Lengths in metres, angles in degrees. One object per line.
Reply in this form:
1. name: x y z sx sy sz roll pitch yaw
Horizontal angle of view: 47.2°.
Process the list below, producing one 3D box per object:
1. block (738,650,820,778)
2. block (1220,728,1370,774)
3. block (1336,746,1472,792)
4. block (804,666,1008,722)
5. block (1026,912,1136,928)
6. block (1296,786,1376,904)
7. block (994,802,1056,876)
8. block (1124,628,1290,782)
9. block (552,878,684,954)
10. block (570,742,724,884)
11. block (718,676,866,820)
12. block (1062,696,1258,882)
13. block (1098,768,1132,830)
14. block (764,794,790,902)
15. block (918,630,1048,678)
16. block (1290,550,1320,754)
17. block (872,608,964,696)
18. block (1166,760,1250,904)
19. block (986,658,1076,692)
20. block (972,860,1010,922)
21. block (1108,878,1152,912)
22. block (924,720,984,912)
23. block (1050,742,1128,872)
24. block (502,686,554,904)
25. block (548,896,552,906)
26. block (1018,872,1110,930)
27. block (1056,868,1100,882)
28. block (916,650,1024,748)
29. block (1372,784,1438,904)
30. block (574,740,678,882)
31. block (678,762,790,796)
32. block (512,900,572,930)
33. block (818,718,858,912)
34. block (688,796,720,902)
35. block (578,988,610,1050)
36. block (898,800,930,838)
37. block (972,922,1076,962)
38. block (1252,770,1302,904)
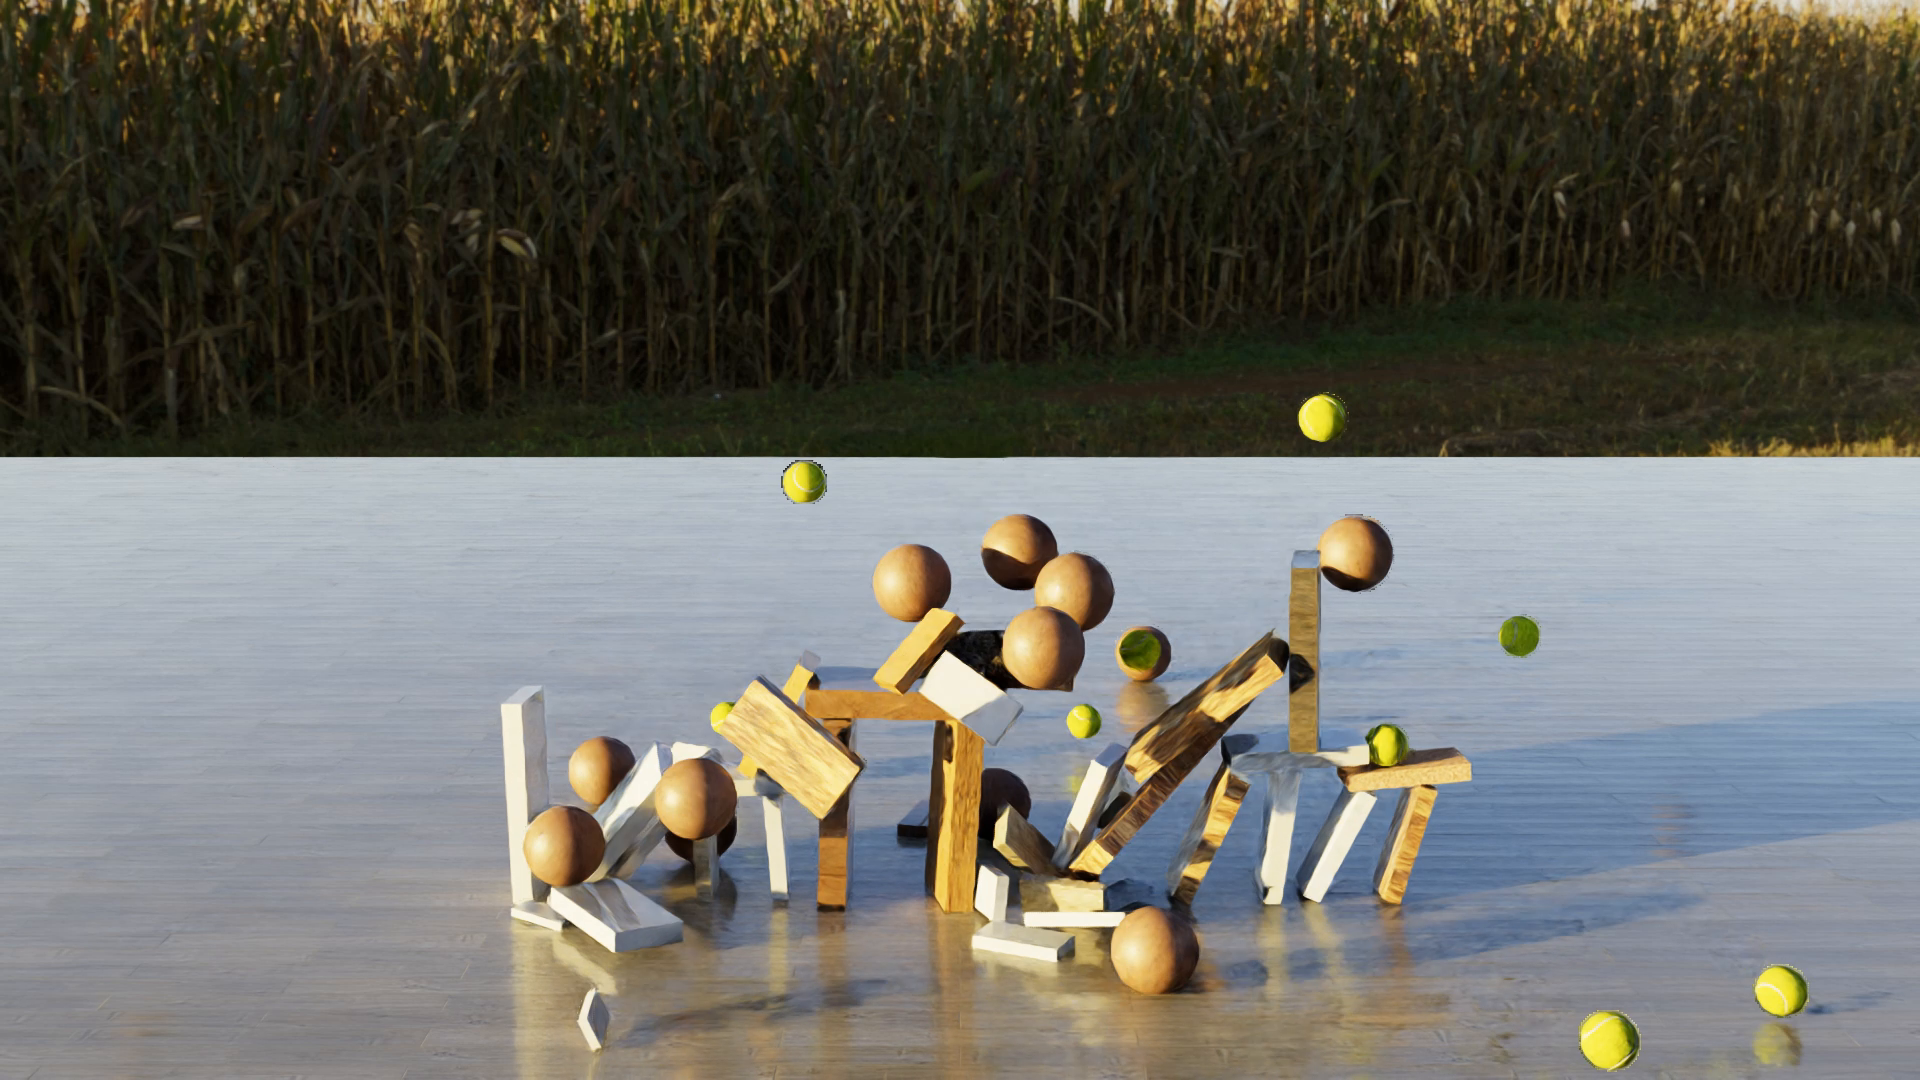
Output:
1. block: -0.297 0.284 3.615 0.029 0.206 0.103 30 12 -3
2. block: 0.551 0.347 3.627 0.227 0.032 0.113 -4 10 -1
3. block: 0.732 0.379 3.636 0.201 0.028 0.100 -5 10 -1
4. block: -0.085 0.251 3.597 0.320 0.045 0.160 1 10 3
5. block: 0.187 0.587 3.400 0.156 0.022 0.078 -3 -11 17
6. block: 0.624 0.495 3.653 0.028 0.201 0.100 26 10 -4
7. block: 0.108 0.506 3.611 0.022 0.156 0.078 -18 44 28
8. block: 0.407 0.271 3.610 0.303 0.043 0.152 -40 3 18
9. block: -0.543 0.591 3.472 0.117 0.033 0.233 -3 11 -34
10. block: -0.534 0.471 3.769 0.103 0.029 0.308 4 44 39
11. block: -0.250 0.307 3.260 0.206 0.103 0.029 40 18 9
12. block: 0.339 0.412 3.698 0.043 0.152 0.440 42 54 8
13. block: 0.259 0.447 3.852 0.022 0.078 0.156 37 10 -10
14. block: -0.305 0.498 3.657 0.026 0.183 0.091 -4 10 -2
15. block: 0.035 0.185 3.552 0.203 0.029 0.102 -1 28 8
16. block: 0.564 0.180 3.593 0.043 0.303 0.152 1 11 11
17. block: -0.067 0.177 3.514 0.154 0.022 0.077 -49 27 -15
18. block: 0.410 0.482 3.650 0.032 0.227 0.113 24 9 -5
19. block: 0.086 0.216 3.596 0.203 0.029 0.102 3 10 5
20. block: 0.046 0.565 3.552 0.020 0.072 0.143 5 1 -15
21. block: 0.261 0.586 3.623 0.107 0.015 0.054 -16 18 -39
22. block: -0.009 0.433 3.628 0.045 0.320 0.160 1 10 -13
23. block: 0.214 0.441 3.643 0.029 0.203 0.102 27 22 16
24. block: -0.715 0.421 3.642 0.033 0.340 0.117 0 11 7
25. block: -0.625 0.594 3.595 0.094 0.013 0.047 1 10 -17
26. block: 0.167 0.578 3.528 0.143 0.072 0.020 5 26 23
27. block: 0.175 0.570 3.677 0.107 0.015 0.054 4 35 19
28. block: 0.016 0.250 3.471 0.154 0.077 0.022 35 -7 16
29. block: 0.737 0.492 3.648 0.028 0.201 0.100 15 10 -3
30. block: -0.556 0.454 3.652 0.033 0.233 0.117 33 16 -26
31. block: -0.369 0.394 3.630 0.183 0.026 0.091 -1 13 -3
32. block: -0.667 0.603 3.533 0.094 0.013 0.047 12 14 22
33. block: -0.202 0.433 3.635 0.045 0.320 0.160 2 11 1
34. block: -0.424 0.498 3.650 0.026 0.183 0.091 -2 13 2
35. block: -0.511 0.670 3.076 0.013 0.047 0.094 -23 13 5
36. block: -0.056 0.512 4.031 0.077 0.022 0.154 3 11 15
37. block: 0.100 0.625 3.426 0.143 0.020 0.072 5 12 25
38. block: 0.525 0.477 3.649 0.032 0.227 0.113 7 10 -1
